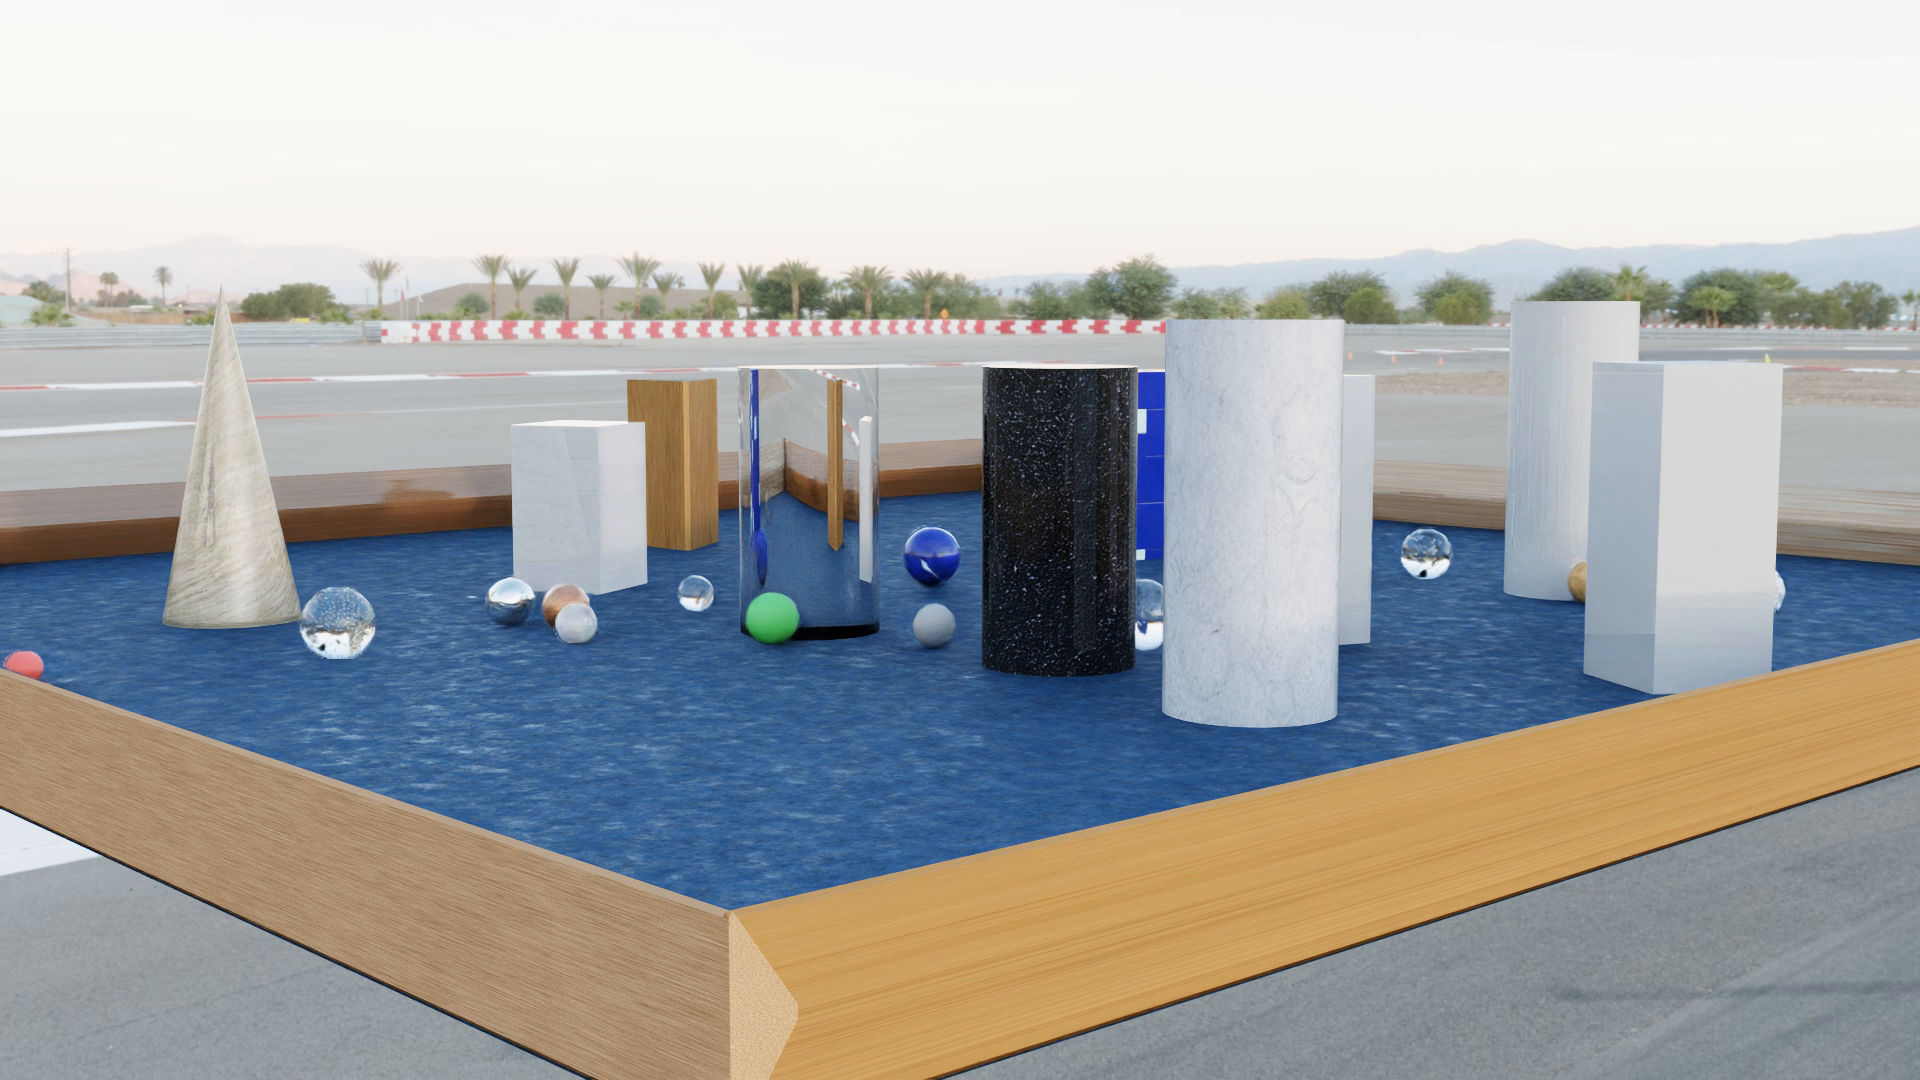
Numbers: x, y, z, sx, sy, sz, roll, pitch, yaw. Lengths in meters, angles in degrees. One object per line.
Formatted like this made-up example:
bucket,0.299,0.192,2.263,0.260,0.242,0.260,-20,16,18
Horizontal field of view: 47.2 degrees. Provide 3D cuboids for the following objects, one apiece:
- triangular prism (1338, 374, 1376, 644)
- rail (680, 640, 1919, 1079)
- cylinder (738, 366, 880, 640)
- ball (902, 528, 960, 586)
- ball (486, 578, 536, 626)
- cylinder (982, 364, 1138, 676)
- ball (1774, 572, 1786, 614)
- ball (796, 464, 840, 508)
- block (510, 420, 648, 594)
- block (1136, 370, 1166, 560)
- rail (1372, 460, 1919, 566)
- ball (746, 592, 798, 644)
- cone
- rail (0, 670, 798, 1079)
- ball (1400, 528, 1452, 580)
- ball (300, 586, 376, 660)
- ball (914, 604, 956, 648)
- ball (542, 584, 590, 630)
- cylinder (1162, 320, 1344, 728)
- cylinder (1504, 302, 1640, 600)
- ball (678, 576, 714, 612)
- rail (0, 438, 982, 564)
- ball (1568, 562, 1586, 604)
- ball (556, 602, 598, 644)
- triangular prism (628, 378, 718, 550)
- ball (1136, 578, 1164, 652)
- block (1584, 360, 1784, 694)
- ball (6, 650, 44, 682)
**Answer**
triangular prism,0.444,-0.044,2.964,0.168,0.357,0.146,-3,7,-25
rail,1.013,0.147,2.240,3.133,0.126,0.045,-5,8,-42
cylinder,-0.209,-0.056,3.043,0.194,0.366,0.194,0,6,0
ball,-0.045,0.026,3.559,0.094,0.094,0.094,0,6,0
ball,-0.633,0.087,3.101,0.068,0.068,0.068,0,6,0
cylinder,0.124,-0.030,2.750,0.194,0.374,0.194,0,6,0
ball,1.135,0.074,3.147,0.085,0.085,0.085,0,6,0
ball,-0.319,-0.120,4.941,0.097,0.097,0.097,0,6,0
block,-0.609,-0.056,3.528,0.155,0.263,0.155,2,6,20
block,0.324,-0.140,3.995,0.155,0.334,0.155,-4,7,-30
rail,1.134,-0.076,4.373,0.045,0.126,3.036,-5,8,-42
ball,-0.249,0.104,2.929,0.070,0.070,0.070,0,6,0
cone,-1.049,-0.127,3.147,0.194,0.484,0.194,0,6,0
rail,-1.134,0.142,2.291,0.045,0.126,3.036,-5,8,-42
ball,0.770,0.023,3.630,0.084,0.084,0.084,0,6,0
ball,-0.792,0.106,2.801,0.093,0.093,0.093,0,6,0
ball,-0.033,0.113,2.905,0.057,0.057,0.057,0,6,0
ball,-0.546,0.094,3.045,0.067,0.067,0.067,0,6,0
cylinder,0.322,-0.025,2.424,0.194,0.433,0.194,0,6,0
cylinder,0.957,-0.144,3.442,0.194,0.456,0.194,0,6,0
ball,-0.390,0.080,3.245,0.053,0.053,0.053,0,6,0
rail,-1.013,-0.082,4.424,3.133,0.126,0.045,-5,8,-42
ball,0.954,0.064,3.334,0.065,0.065,0.065,0,6,0
ball,-0.511,0.111,2.930,0.056,0.056,0.056,0,6,0
triangular prism,-0.517,-0.148,4.168,0.168,0.313,0.146,5,8,42
ball,0.238,0.098,2.869,0.095,0.095,0.095,0,6,0
block,0.860,-0.020,2.624,0.155,0.382,0.155,-2,6,-14
ball,-1.110,0.152,2.609,0.042,0.042,0.042,0,6,0
